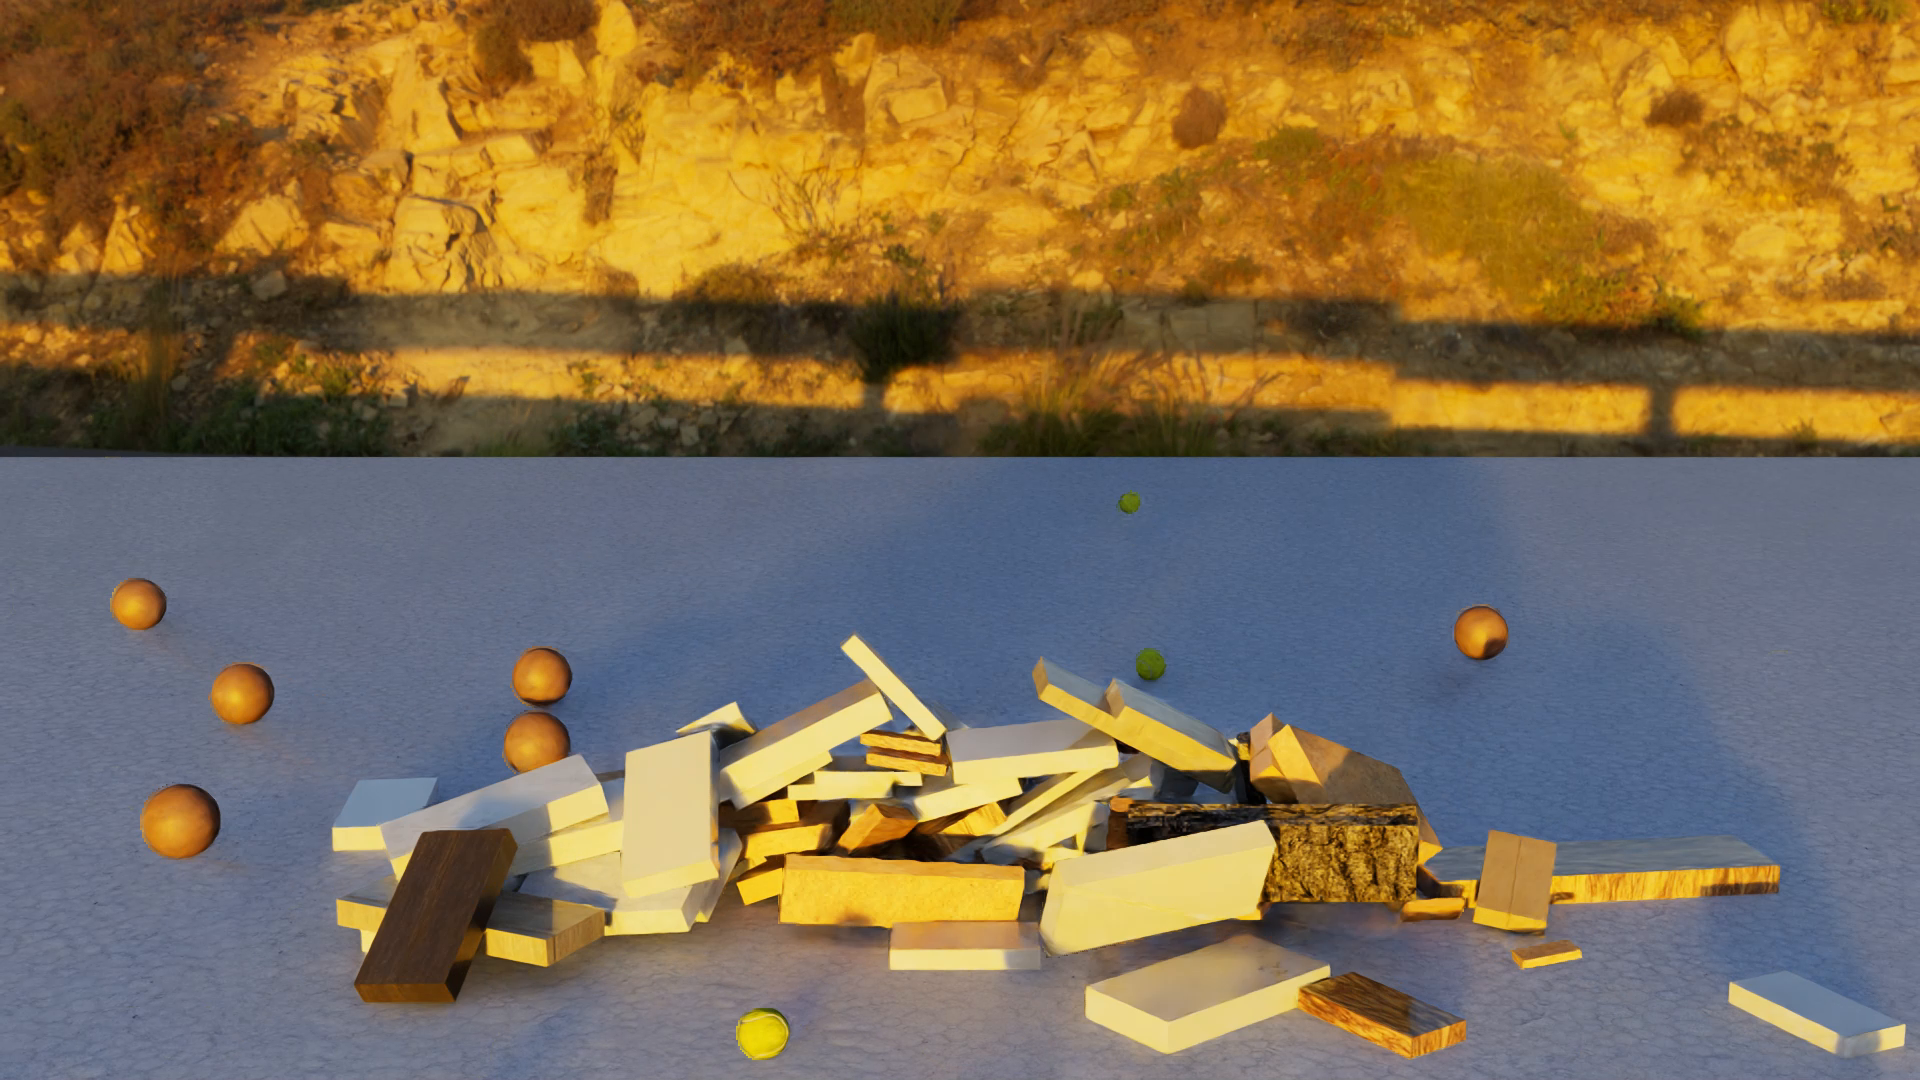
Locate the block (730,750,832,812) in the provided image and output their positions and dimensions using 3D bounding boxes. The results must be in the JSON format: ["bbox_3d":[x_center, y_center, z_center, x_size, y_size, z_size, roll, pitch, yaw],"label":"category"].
[{"bbox_3d":[-0.300,0.389,3.632,0.176,0.025,0.088,-27,7,-10],"label":"block"}]

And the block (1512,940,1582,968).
[{"bbox_3d":[0.897,0.633,3.364,0.093,0.013,0.046,-9,12,-6],"label":"block"}]

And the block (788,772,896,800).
[{"bbox_3d":[-0.194,0.404,3.652,0.176,0.025,0.088,-2,11,0],"label":"block"}]

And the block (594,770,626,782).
[{"bbox_3d":[-0.617,0.440,3.815,0.279,0.040,0.139,-9,9,13],"label":"block"}]

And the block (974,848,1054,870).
[{"bbox_3d":[0.088,0.527,3.634,0.129,0.018,0.064,-4,13,1],"label":"block"}]

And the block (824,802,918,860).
[{"bbox_3d":[-0.172,0.510,3.507,0.031,0.217,0.108,49,14,28],"label":"block"}]

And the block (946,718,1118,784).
[{"bbox_3d":[0.115,0.339,3.564,0.264,0.037,0.132,-6,17,-4],"label":"block"}]

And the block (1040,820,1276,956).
[{"bbox_3d":[0.292,0.515,3.252,0.333,0.167,0.047,-9,46,-17],"label":"block"}]

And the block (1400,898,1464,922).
[{"bbox_3d":[0.758,0.593,3.530,0.093,0.046,0.013,-2,51,-9],"label":"block"}]

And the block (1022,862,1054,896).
[{"bbox_3d":[0.146,0.554,3.666,0.167,0.024,0.083,-16,11,3],"label":"block"}]

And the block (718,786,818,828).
[{"bbox_3d":[-0.458,0.462,3.744,0.427,0.040,0.139,-9,9,14],"label":"block"}]

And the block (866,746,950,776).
[{"bbox_3d":[-0.084,0.359,3.604,0.131,0.019,0.066,8,12,6],"label":"block"}]

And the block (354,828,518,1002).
[{"bbox_3d":[-0.779,0.558,3.285,0.147,0.042,0.294,-4,40,15],"label":"block"}]

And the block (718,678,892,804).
[{"bbox_3d":[-0.305,0.346,3.655,0.395,0.049,0.172,-26,7,-1],"label":"block"}]

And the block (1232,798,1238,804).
[{"bbox_3d":[0.470,0.511,3.839,0.071,0.020,0.142,16,45,29],"label":"block"}]

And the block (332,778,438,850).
[{"bbox_3d":[-1.051,0.501,4.036,0.147,0.042,0.294,-1,11,-6],"label":"block"}]

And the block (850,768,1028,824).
[{"bbox_3d":[-0.032,0.416,3.630,0.285,0.040,0.143,-17,9,10],"label":"block"}]

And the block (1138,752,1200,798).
[{"bbox_3d":[0.322,0.460,3.735,0.107,0.214,0.030,14,30,-9],"label":"block"}]

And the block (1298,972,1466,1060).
[{"bbox_3d":[0.599,0.674,3.129,0.110,0.031,0.220,-7,13,-34],"label":"block"}]

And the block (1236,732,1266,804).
[{"bbox_3d":[0.485,0.396,3.646,0.020,0.142,0.071,-11,8,13],"label":"block"}]

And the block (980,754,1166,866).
[{"bbox_3d":[0.185,0.439,3.579,0.307,0.037,0.132,-27,9,16],"label":"block"}]

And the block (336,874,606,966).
[{"bbox_3d":[-0.752,0.579,3.376,0.395,0.042,0.147,5,12,25],"label":"block"}]

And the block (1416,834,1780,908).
[{"bbox_3d":[1.063,0.558,3.710,0.589,0.048,0.168,-1,11,-8],"label":"block"}]

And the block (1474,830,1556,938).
[{"bbox_3d":[0.902,0.555,3.567,0.110,0.031,0.220,11,30,14],"label":"block"}]

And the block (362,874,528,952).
[{"bbox_3d":[-0.811,0.593,3.532,0.154,0.044,0.309,3,11,15],"label":"block"}]

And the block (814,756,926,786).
[{"bbox_3d":[-0.146,0.381,3.633,0.176,0.025,0.088,0,11,6],"label":"block"}]

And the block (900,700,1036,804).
[{"bbox_3d":[0.026,0.413,3.822,0.041,0.288,0.144,-51,3,-40],"label":"block"}]

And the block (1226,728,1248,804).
[{"bbox_3d":[0.468,0.391,3.673,0.020,0.142,0.071,-11,9,10],"label":"block"}]

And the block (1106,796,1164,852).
[{"bbox_3d":[0.286,0.506,3.473,0.114,0.228,0.032,7,37,6],"label":"block"}]

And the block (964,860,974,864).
[{"bbox_3d":[-0.022,0.564,3.660,0.129,0.018,0.064,-15,9,8],"label":"block"}]

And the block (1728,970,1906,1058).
[{"bbox_3d":[1.217,0.674,3.133,0.110,0.031,0.220,-5,12,-24],"label":"block"}]

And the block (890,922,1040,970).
[{"bbox_3d":[0.008,0.625,3.390,0.228,0.032,0.114,0,11,0],"label":"block"}]

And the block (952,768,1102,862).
[{"bbox_3d":[0.119,0.430,3.615,0.310,0.019,0.066,-33,7,0],"label":"block"}]

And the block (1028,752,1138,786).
[{"bbox_3d":[0.265,0.457,3.979,0.288,0.144,0.041,4,5,20],"label":"block"}]

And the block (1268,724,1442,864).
[{"bbox_3d":[0.648,0.418,3.595,0.337,0.048,0.168,23,33,-44],"label":"block"}]

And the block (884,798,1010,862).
[{"bbox_3d":[-0.051,0.498,3.650,0.285,0.040,0.143,-32,7,8],"label":"block"}]

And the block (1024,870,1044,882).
[{"bbox_3d":[0.074,0.556,3.654,0.129,0.018,0.064,-15,11,11],"label":"block"}]

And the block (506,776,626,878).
[{"bbox_3d":[-0.696,0.481,3.592,0.344,0.049,0.172,-14,19,0],"label":"block"}]

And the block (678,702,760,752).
[{"bbox_3d":[-0.398,0.348,3.762,0.108,0.031,0.217,-26,-25,0],"label":"block"}]

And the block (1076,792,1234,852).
[{"bbox_3d":[0.321,0.463,3.613,0.264,0.037,0.132,-4,11,1],"label":"block"}]

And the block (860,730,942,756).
[{"bbox_3d":[-0.097,0.332,3.620,0.131,0.019,0.066,8,2,2],"label":"block"}]

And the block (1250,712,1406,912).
[{"bbox_3d":[0.611,0.446,3.607,0.337,0.048,0.168,42,23,-12],"label":"block"}]

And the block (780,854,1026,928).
[{"bbox_3d":[-0.091,0.553,3.434,0.371,0.114,0.032,4,35,-8],"label":"block"}]

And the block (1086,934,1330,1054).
[{"bbox_3d":[0.362,0.655,3.191,0.333,0.047,0.167,-9,14,-39],"label":"block"}]

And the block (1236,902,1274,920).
[{"bbox_3d":[0.453,0.569,3.448,0.063,0.018,0.126,1,6,20],"label":"block"}]

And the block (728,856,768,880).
[{"bbox_3d":[-0.380,0.548,3.677,0.130,0.018,0.065,-28,7,7],"label":"block"}]

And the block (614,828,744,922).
[{"bbox_3d":[-0.522,0.535,3.576,0.309,0.044,0.154,0,43,24],"label":"block"}]

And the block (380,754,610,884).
[{"bbox_3d":[-0.756,0.451,3.562,0.344,0.049,0.172,-19,18,-16],"label":"block"}]

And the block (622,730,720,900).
[{"bbox_3d":[-0.458,0.433,3.490,0.144,0.041,0.288,-16,38,6],"label":"block"}]

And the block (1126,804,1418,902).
[{"bbox_3d":[0.479,0.481,3.372,0.434,0.166,0.047,-1,38,9],"label":"block"}]

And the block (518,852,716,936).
[{"bbox_3d":[-0.549,0.556,3.467,0.309,0.044,0.154,-6,29,18],"label":"block"}]

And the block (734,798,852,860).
[{"bbox_3d":[-0.331,0.489,3.674,0.279,0.040,0.140,-9,9,10],"label":"block"}]

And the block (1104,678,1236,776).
[{"bbox_3d":[0.342,0.304,3.580,0.214,0.030,0.107,27,16,-16],"label":"block"}]

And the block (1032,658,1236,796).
[{"bbox_3d":[0.284,0.303,3.586,0.360,0.030,0.107,28,16,-14],"label":"block"}]

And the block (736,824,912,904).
[{"bbox_3d":[-0.222,0.522,3.665,0.285,0.040,0.143,-19,9,6],"label":"block"}]

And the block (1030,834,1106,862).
[{"bbox_3d":[0.200,0.505,3.616,0.167,0.024,0.083,2,13,5],"label":"block"}]

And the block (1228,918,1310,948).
[{"bbox_3d":[0.483,0.623,3.444,0.126,0.018,0.063,-10,15,-43],"label":"block"}]

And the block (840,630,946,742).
[{"bbox_3d":[-0.111,0.241,3.644,0.031,0.217,0.108,-44,4,-1],"label":"block"}]
